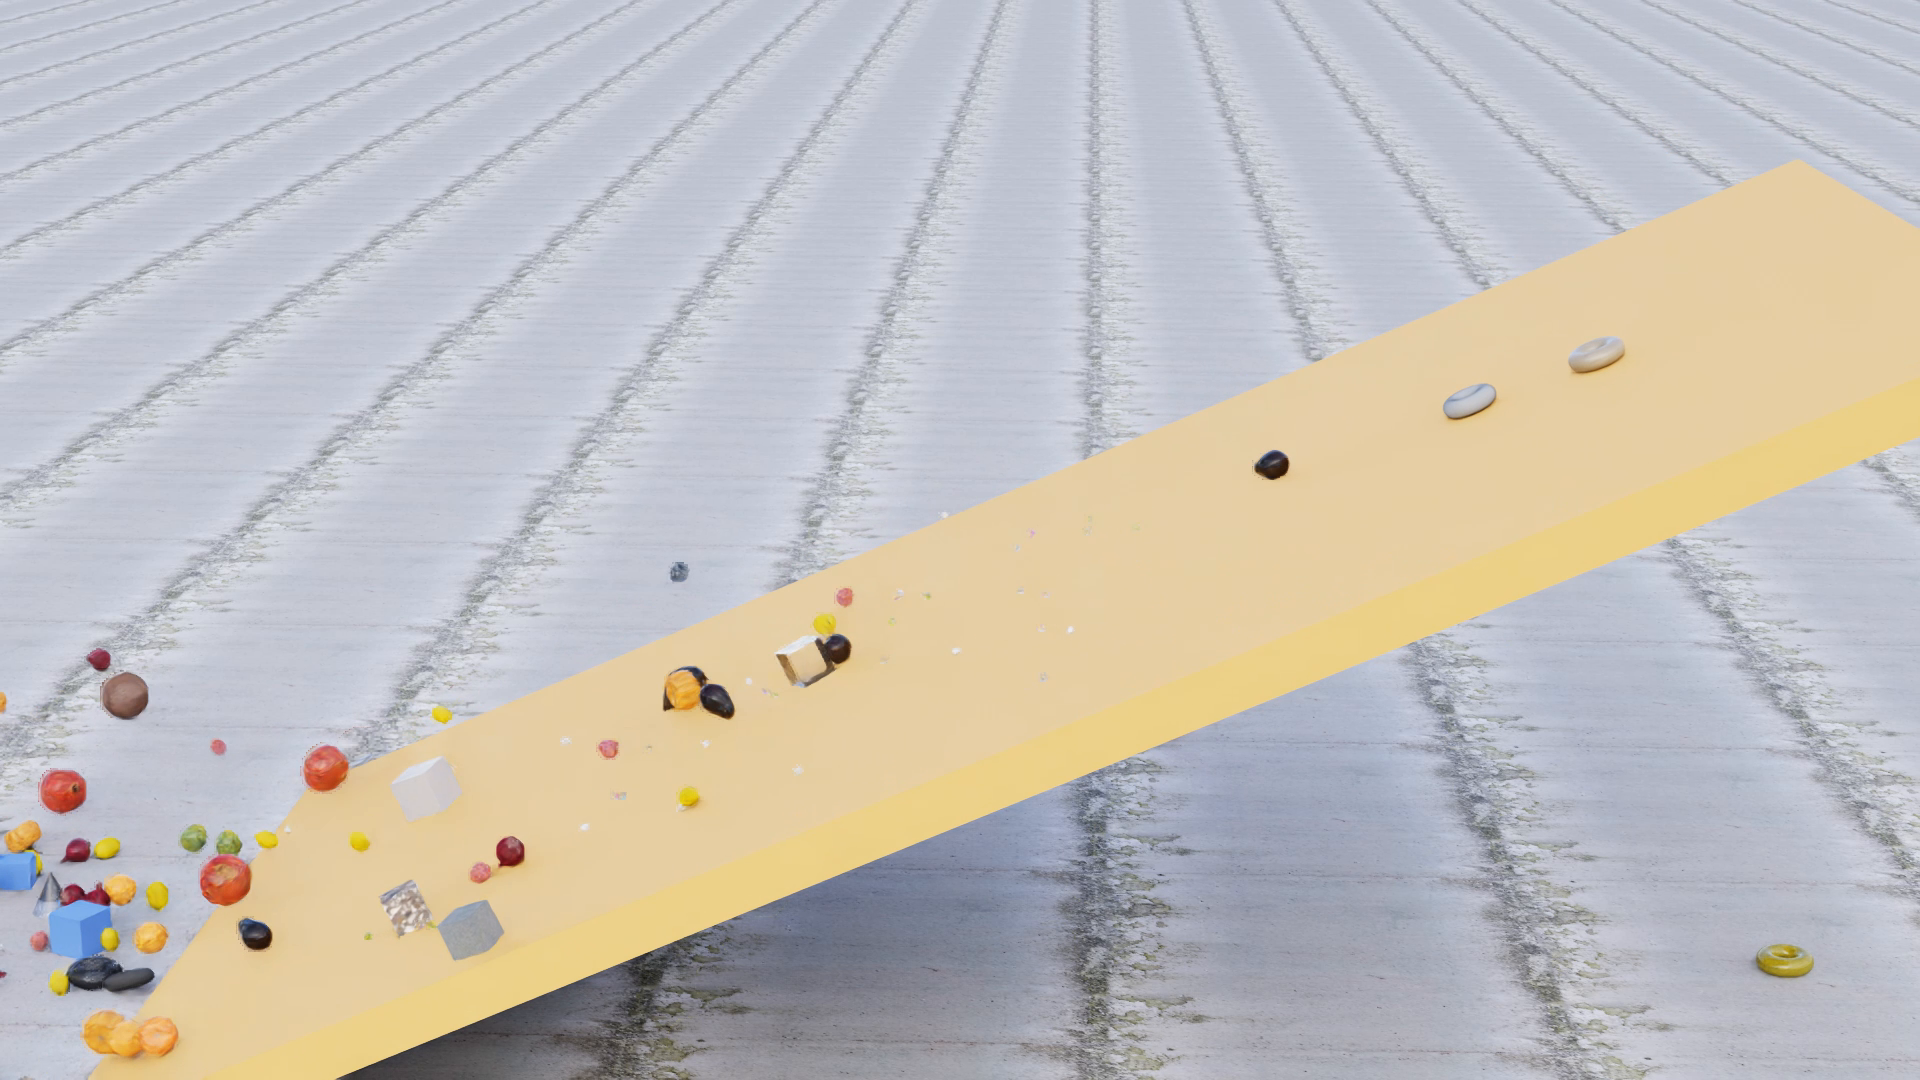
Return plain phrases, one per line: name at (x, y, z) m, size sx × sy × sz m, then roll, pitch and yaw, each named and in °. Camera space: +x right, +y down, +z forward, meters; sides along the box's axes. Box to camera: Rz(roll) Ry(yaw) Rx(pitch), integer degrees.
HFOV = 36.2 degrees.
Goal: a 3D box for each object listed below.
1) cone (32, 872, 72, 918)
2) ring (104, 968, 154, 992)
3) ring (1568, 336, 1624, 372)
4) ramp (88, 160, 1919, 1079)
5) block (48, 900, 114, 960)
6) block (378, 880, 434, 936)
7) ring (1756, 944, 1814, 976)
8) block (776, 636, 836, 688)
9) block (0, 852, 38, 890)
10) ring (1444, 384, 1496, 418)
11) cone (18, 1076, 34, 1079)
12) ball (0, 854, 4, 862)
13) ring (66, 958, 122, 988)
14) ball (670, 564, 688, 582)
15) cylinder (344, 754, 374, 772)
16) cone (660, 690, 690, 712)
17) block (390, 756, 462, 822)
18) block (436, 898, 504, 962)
cone at (-2.147, 0.831, 6.957) m, size 0.099 × 0.099 × 0.099 m, roll 0°, pitch 15°, yaw 0°
ring at (-1.838, 0.972, 6.509) m, size 0.108 × 0.036 × 0.108 m, roll -12°, pitch -1°, yaw 0°
ring at (1.302, -0.380, 6.015) m, size 0.120 × 0.040 × 0.120 m, roll -23°, pitch 14°, yaw 6°
ramp at (0.132, 0.170, 6.284) m, size 4.000 × 0.100 × 2.000 m, roll -23°, pitch 13°, yaw 8°
block at (-2.012, 0.893, 6.732) m, size 0.096 × 0.096 × 0.096 m, roll 8°, pitch 17°, yaw 27°
block at (-1.112, 0.738, 5.901) m, size 0.076 × 0.076 × 0.076 m, roll -28°, pitch 13°, yaw -12°
ring at (1.860, 0.948, 6.632) m, size 0.128 × 0.043 × 0.128 m, roll -1°, pitch 15°, yaw 0°
block at (-0.334, 0.263, 6.363) m, size 0.081 × 0.081 × 0.081 m, roll -30°, pitch 14°, yaw -22°
block at (-2.279, 0.803, 7.118) m, size 0.069 × 0.069 × 0.069 m, roll -1°, pitch 15°, yaw -4°
ring at (1.057, -0.288, 6.103) m, size 0.116 × 0.039 × 0.116 m, roll -25°, pitch 12°, yaw 5°
cone at (-1.897, 1.124, 6.010) m, size 0.054 × 0.054 × 0.054 m, roll 2°, pitch -11°, yaw 9°
ball at (-2.361, 0.791, 7.176) m, size 0.062 × 0.062 × 0.062 m, roll 0°, pitch 15°, yaw 0°
ring at (-1.932, 0.966, 6.567) m, size 0.122 × 0.041 × 0.122 m, roll 1°, pitch 15°, yaw 0°
ball at (-0.928, 0.110, 9.708) m, size 0.063 × 0.063 × 0.063 m, roll 0°, pitch 15°, yaw 0°
cylinder at (-1.554, 0.607, 7.654) m, size 0.076 × 0.076 × 0.076 m, roll -25°, pitch 23°, yaw -17°
cone at (-0.636, 0.360, 6.654) m, size 0.061 × 0.061 × 0.061 m, roll -16°, pitch 8°, yaw 23°
block at (-1.221, 0.570, 6.730) m, size 0.099 × 0.099 × 0.099 m, roll -19°, pitch 14°, yaw 25°
block at (-0.924, 0.737, 5.556) m, size 0.076 × 0.076 × 0.076 m, roll -18°, pitch 14°, yaw 26°
